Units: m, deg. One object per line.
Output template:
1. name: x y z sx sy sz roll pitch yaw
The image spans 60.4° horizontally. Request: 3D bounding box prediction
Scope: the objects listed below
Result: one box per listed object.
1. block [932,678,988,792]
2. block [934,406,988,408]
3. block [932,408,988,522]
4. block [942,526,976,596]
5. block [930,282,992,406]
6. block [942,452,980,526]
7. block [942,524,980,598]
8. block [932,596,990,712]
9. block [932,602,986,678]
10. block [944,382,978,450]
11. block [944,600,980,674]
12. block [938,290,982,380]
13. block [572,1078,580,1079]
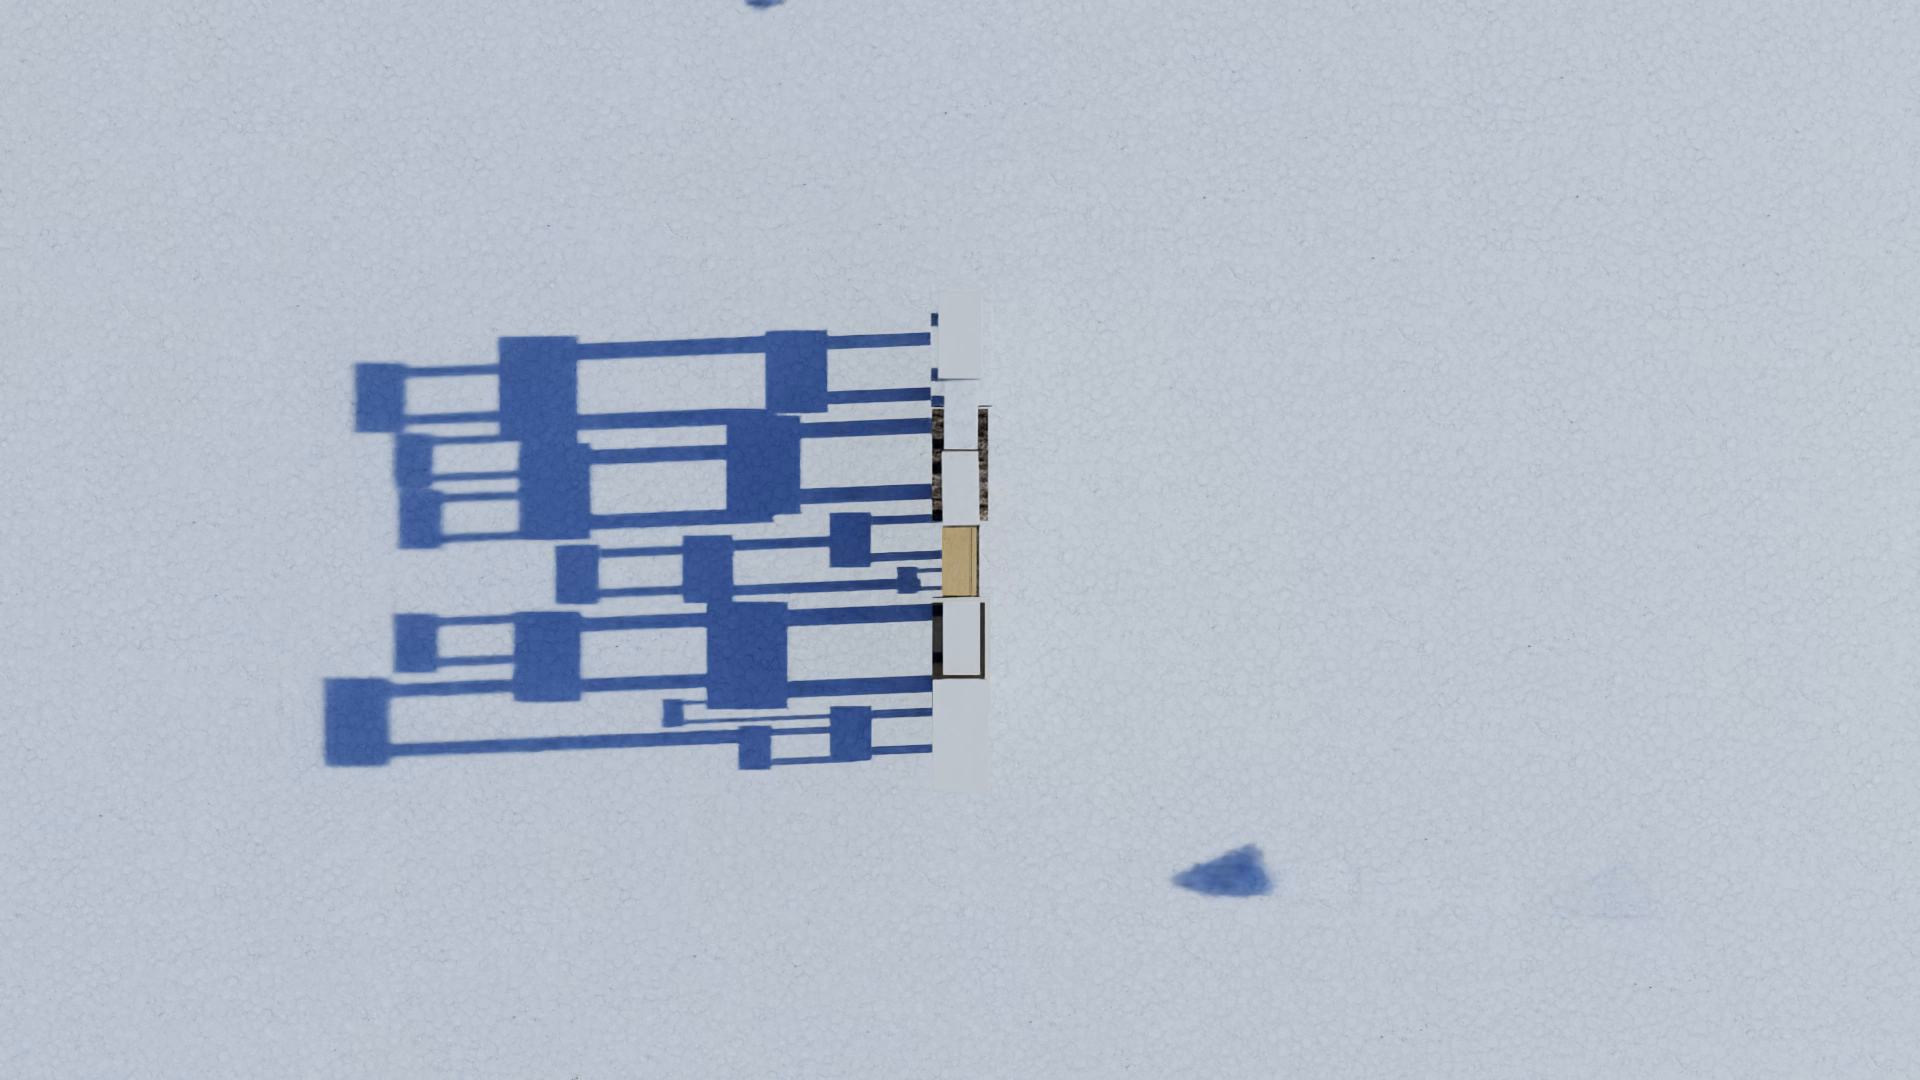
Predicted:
1. block: 0.001 0.523 4.425 0.149 0.042 0.299 0 90 0
2. block: 0.003 -0.277 5.147 0.165 0.047 0.329 0 90 0
3. block: 0.001 -0.217 4.777 0.162 0.046 0.324 0 90 0
4. block: -0.003 0.062 4.819 0.100 0.028 0.200 0 90 0
5. block: 0.005 -0.562 4.745 0.177 0.050 0.354 0 90 0
6. block: 0.001 -0.142 4.538 0.101 0.029 0.202 -1 90 0
7. block: 0.003 0.062 5.049 0.113 0.032 0.226 0 90 0
8. block: 0.005 0.355 5.117 0.179 0.051 0.357 0 90 0
9. block: -0.004 0.332 4.766 0.152 0.043 0.304 0 90 0
10. block: 0.002 -0.340 4.524 0.091 0.026 0.183 0 90 0
11. block: 0.005 0.268 4.528 0.101 0.029 0.203 0 90 0
12. block: 0.000 -0.554 4.467 0.118 0.033 0.236 0 90 0
13. block: -1.341 1.920 5.396 0.208 0.208 0.208 -16 90 0
